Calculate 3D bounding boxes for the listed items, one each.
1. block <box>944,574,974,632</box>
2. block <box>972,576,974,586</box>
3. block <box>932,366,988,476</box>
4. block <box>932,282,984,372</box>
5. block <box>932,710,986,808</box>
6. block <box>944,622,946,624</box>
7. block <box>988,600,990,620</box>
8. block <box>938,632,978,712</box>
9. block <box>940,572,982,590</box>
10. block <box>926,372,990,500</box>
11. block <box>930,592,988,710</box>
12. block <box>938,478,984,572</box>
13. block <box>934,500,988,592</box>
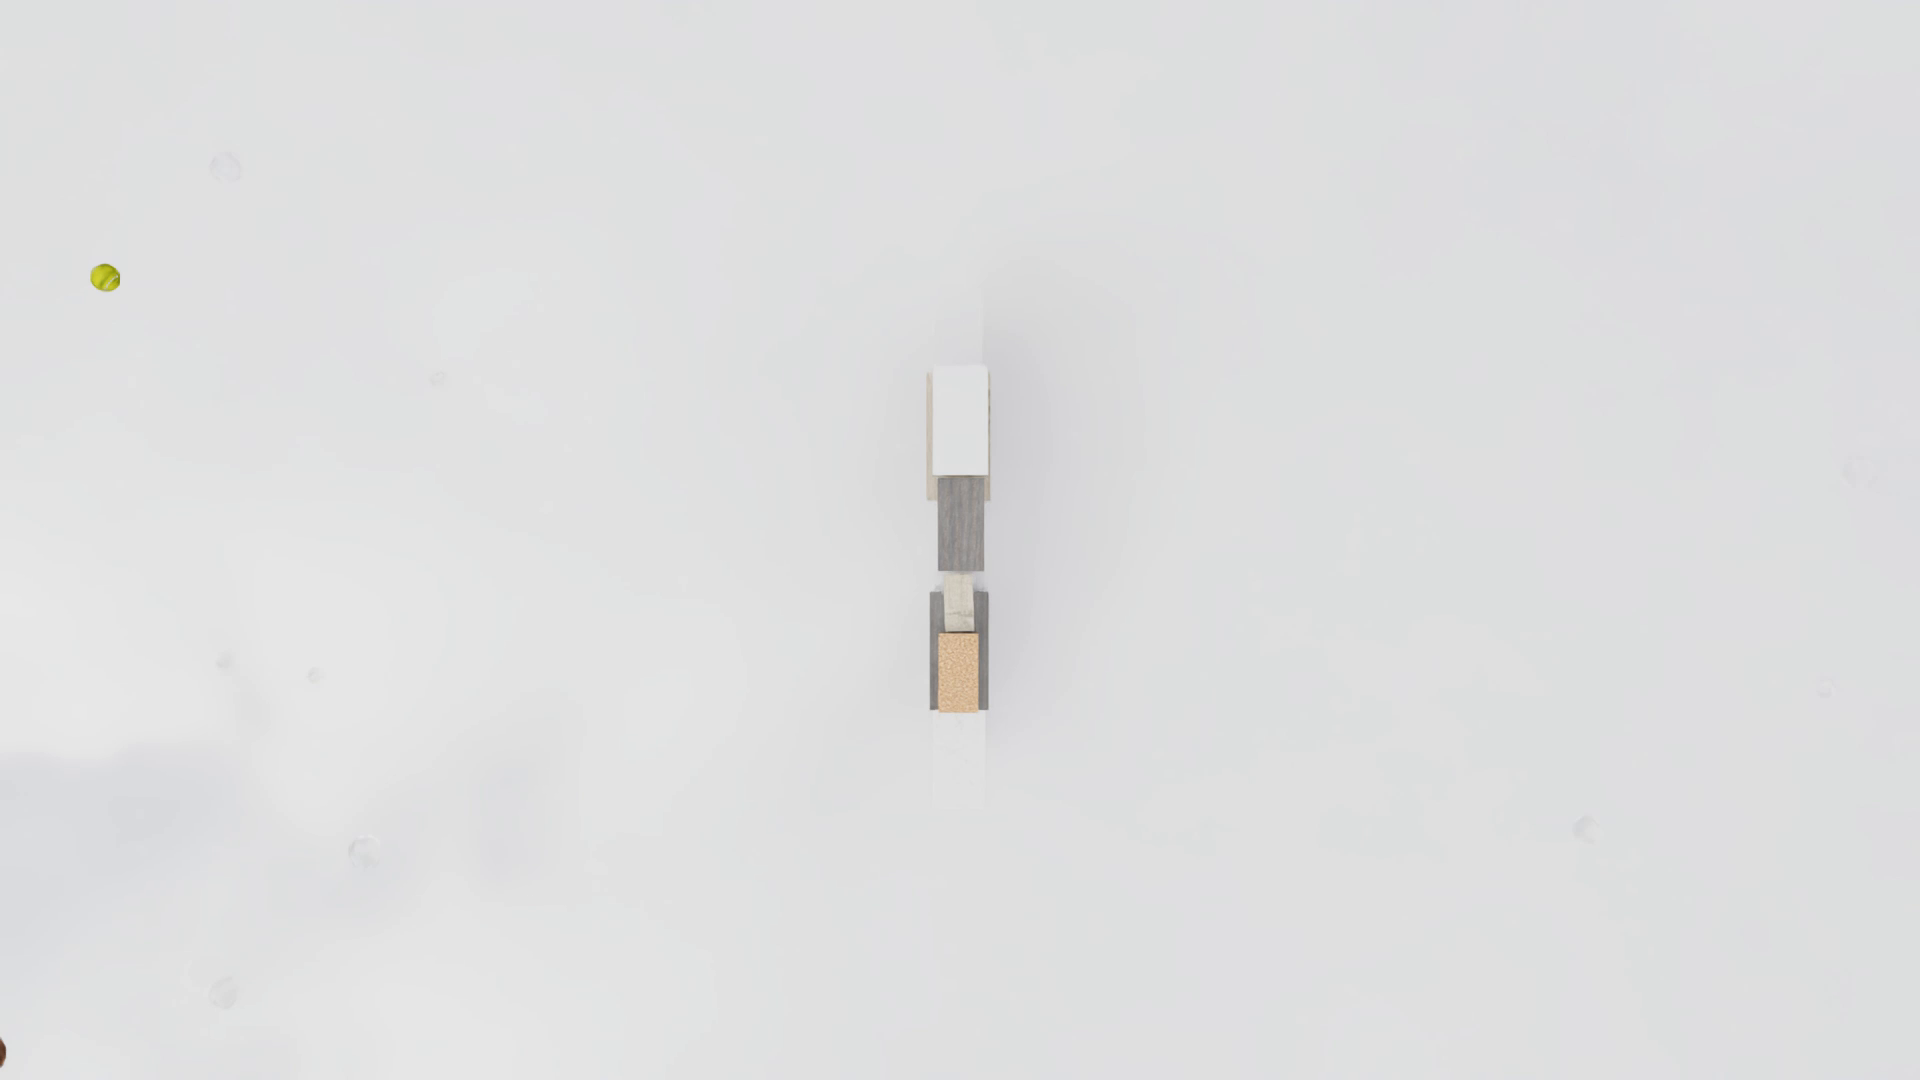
[{"bbox_3d":[-0.003,0.164,4.262,0.075,0.021,0.149,-2,90,0],"label":"block"},{"bbox_3d":[-0.002,0.110,4.393,0.075,0.241,0.021,0,90,0],"label":"block"},{"bbox_3d":[0.001,-0.303,4.186,0.138,0.039,0.276,0,90,0],"label":"block"},{"bbox_3d":[-0.006,-0.618,4.933,0.147,0.042,0.294,2,90,0],"label":"block"},{"bbox_3d":[-0.003,0.606,4.647,0.147,0.042,0.294,0,90,0],"label":"block"},{"bbox_3d":[-0.003,0.209,4.347,0.075,0.149,0.021,1,90,0],"label":"block"},{"bbox_3d":[0.002,0.192,4.626,0.158,0.317,0.045,-1,90,0],"label":"block"},{"bbox_3d":[-0.004,0.339,4.206,0.101,0.029,0.202,0,90,0],"label":"block"},{"bbox_3d":[0.003,0.016,4.530,0.118,0.034,0.237,0,90,0],"label":"block"},{"bbox_3d":[-0.004,-0.282,4.506,0.175,0.049,0.349,0,90,0],"label":"block"},{"bbox_3d":[-0.002,0.298,4.445,0.158,0.045,0.317,0,90,0],"label":"block"},{"bbox_3d":[0.003,-0.040,4.226,0.119,0.034,0.238,0,90,0],"label":"block"},{"bbox_3d":[0.002,0.022,4.807,0.161,0.046,0.321,0,90,0],"label":"block"}]
